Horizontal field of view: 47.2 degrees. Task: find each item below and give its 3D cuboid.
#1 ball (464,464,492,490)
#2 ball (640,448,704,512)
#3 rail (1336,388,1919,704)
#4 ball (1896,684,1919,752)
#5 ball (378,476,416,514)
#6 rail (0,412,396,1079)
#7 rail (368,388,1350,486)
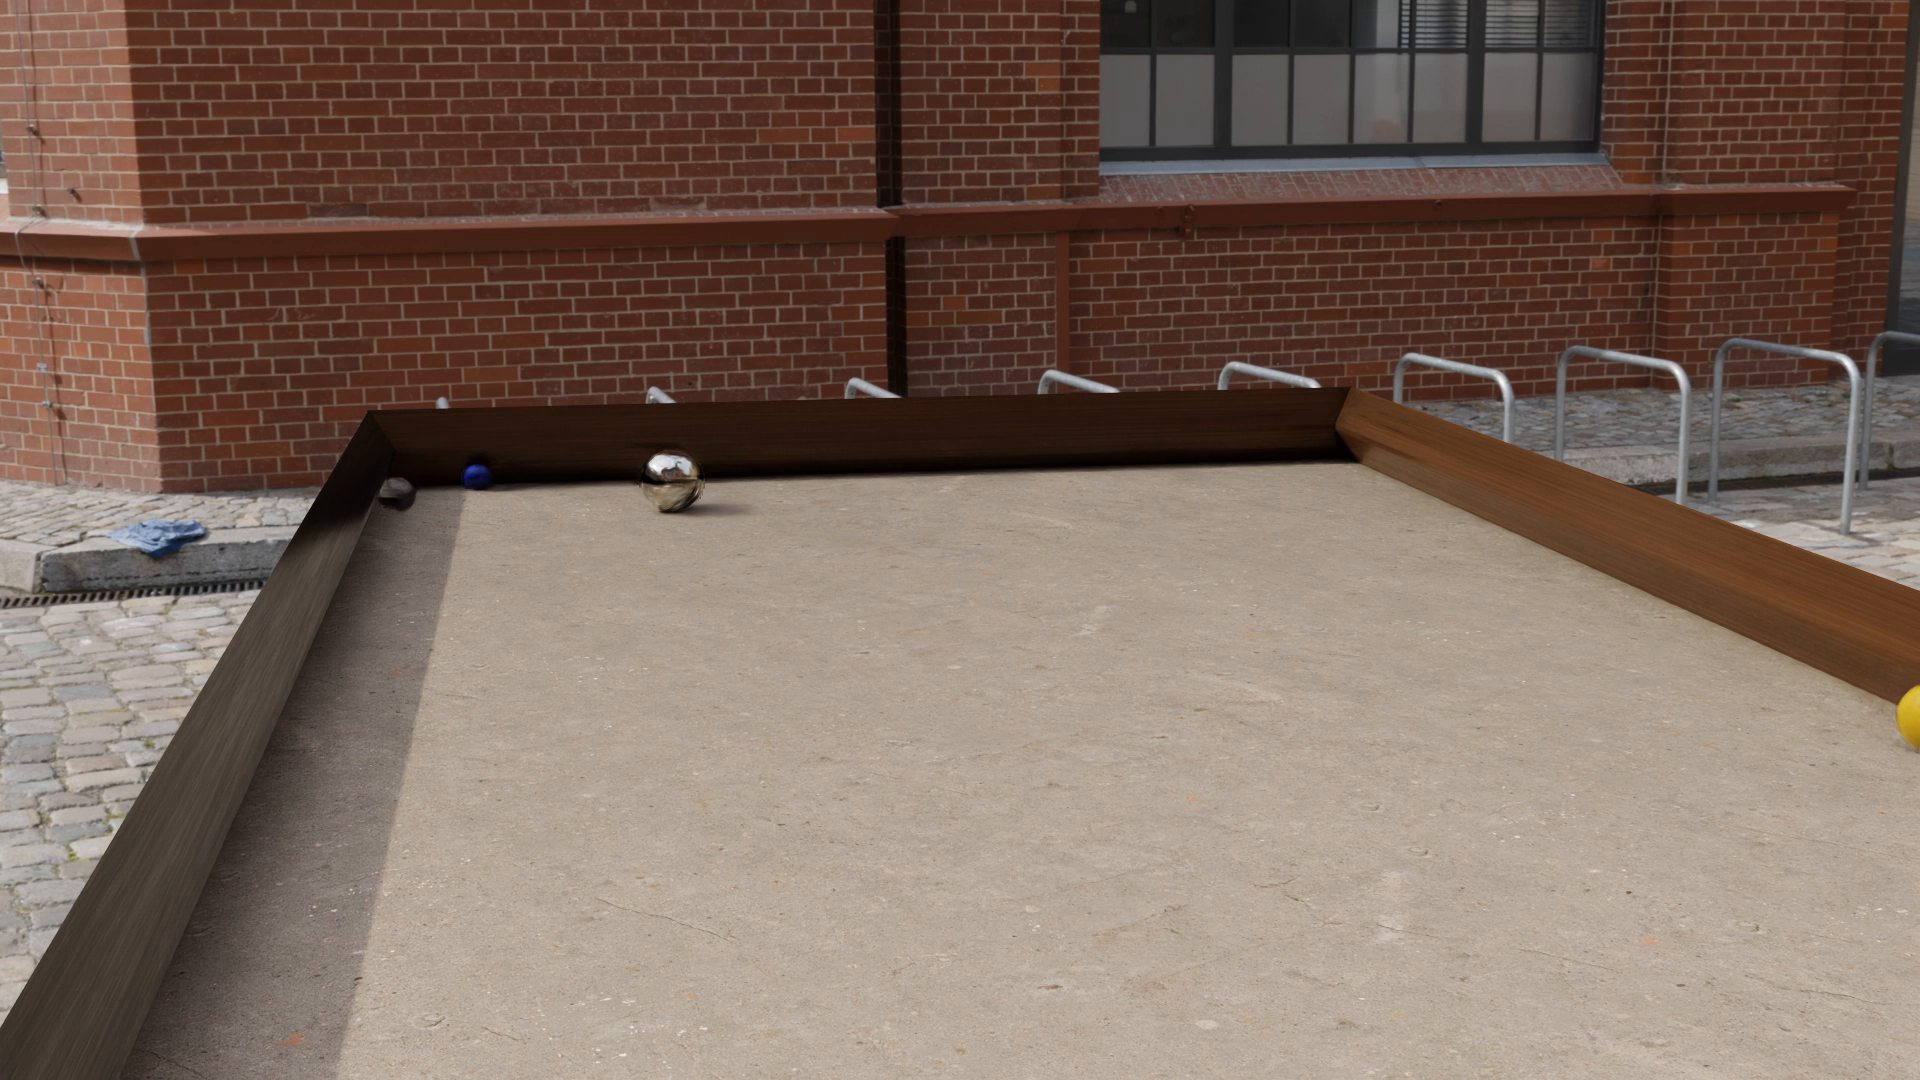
[{"bbox_3d":[-0.795,-0.103,3.624,0.044,0.044,0.044,0,11,0],"label":"ball"},{"bbox_3d":[-0.450,-0.093,3.434,0.098,0.098,0.098,0,11,0],"label":"ball"},{"bbox_3d":[0.956,0.091,2.434,0.045,0.127,3.122,-2,11,-10],"label":"rail"},{"bbox_3d":[0.958,0.175,2.159,0.072,0.072,0.072,0,11,0],"label":"ball"},{"bbox_3d":[-0.875,-0.069,3.416,0.058,0.058,0.058,0,11,0],"label":"ball"},{"bbox_3d":[-0.678,0.149,2.144,0.045,0.127,3.122,-2,11,-10],"label":"rail"},{"bbox_3d":[-0.135,-0.177,3.772,1.708,0.127,0.045,-2,11,-10],"label":"rail"}]
